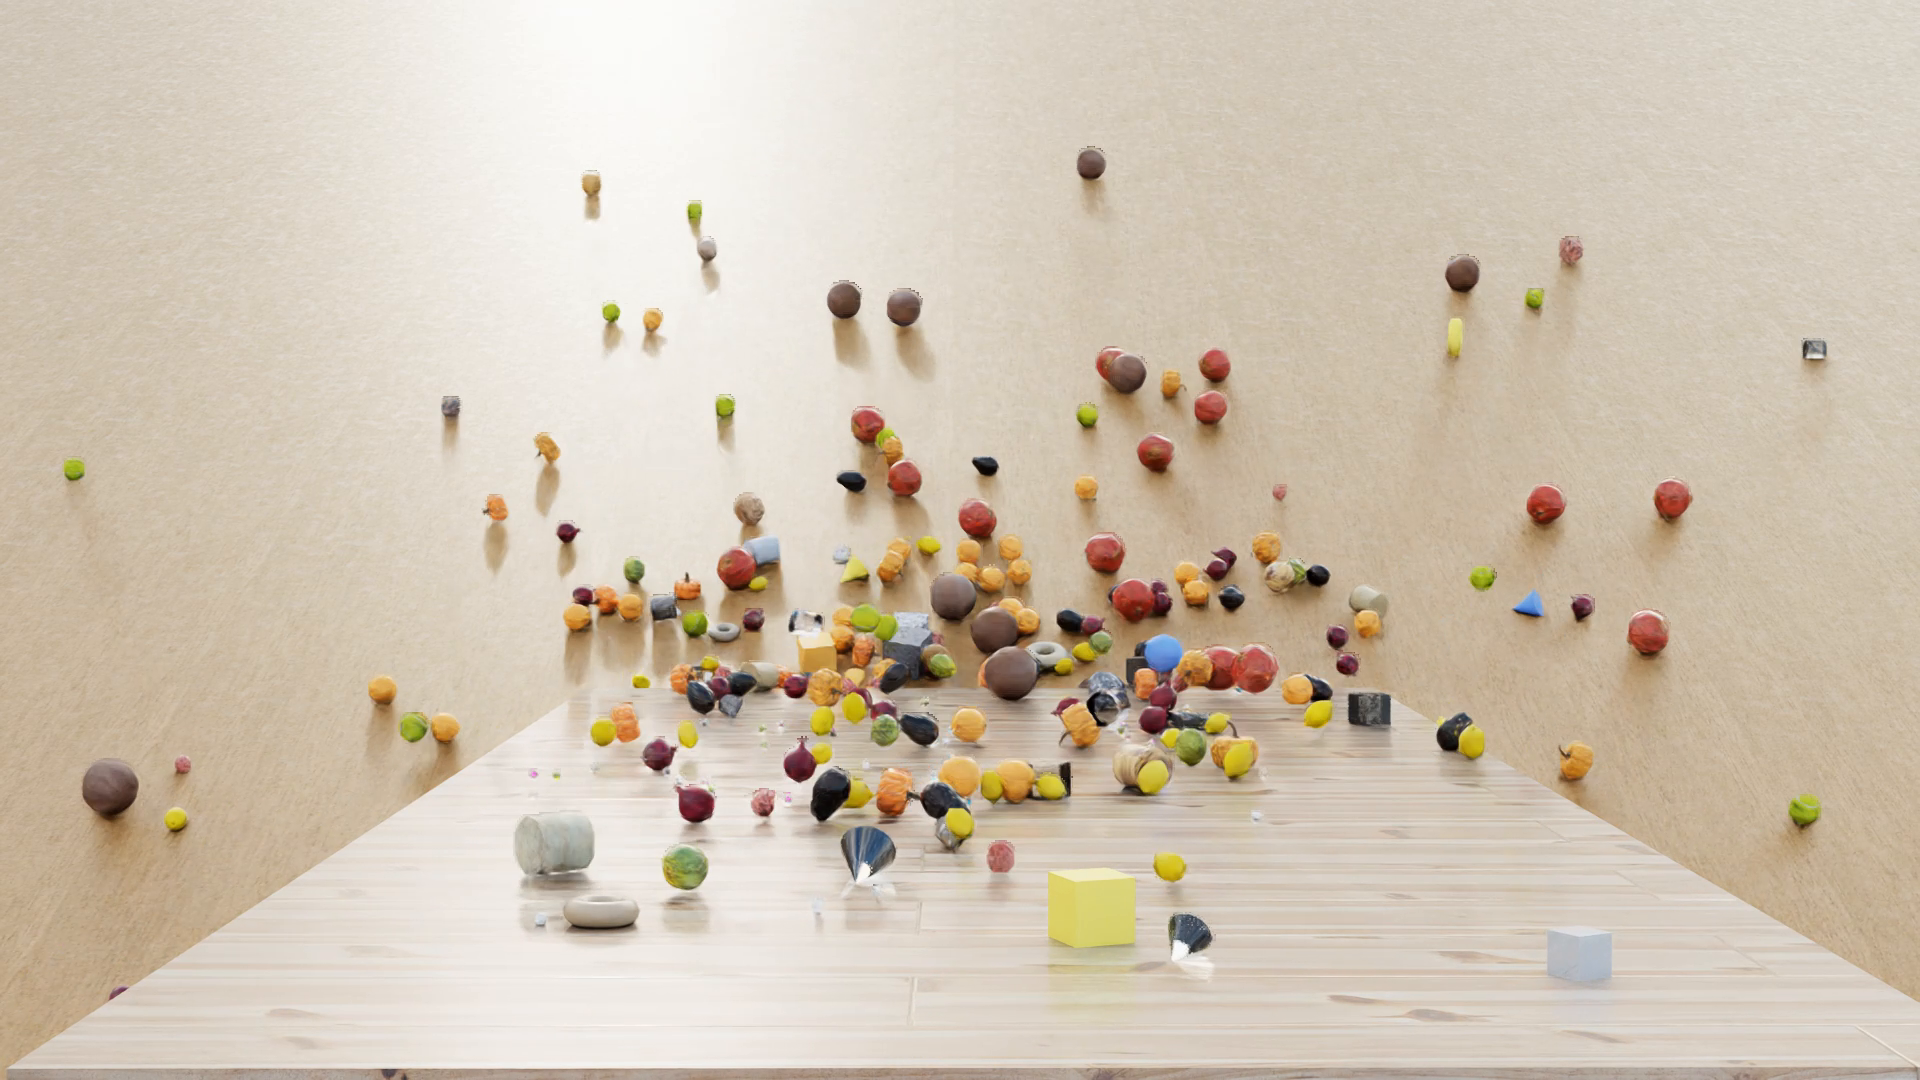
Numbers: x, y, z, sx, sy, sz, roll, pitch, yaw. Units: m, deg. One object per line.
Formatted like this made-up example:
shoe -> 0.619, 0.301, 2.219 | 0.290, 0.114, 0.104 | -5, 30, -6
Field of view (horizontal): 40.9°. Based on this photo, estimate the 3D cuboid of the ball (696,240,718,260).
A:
ball -> -0.987, -1.133, 10.055 | 0.083, 0.083, 0.083 | 0, 24, 0

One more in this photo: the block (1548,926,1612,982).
block -> 0.719, 0.479, 2.988 | 0.052, 0.052, 0.052 | -1, 2, -31

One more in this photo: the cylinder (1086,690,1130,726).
cylinder -> 0.326, 0.369, 5.671 | 0.076, 0.076, 0.076 | 12, 7, 24

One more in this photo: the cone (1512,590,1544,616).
cone -> 1.570, 0.184, 7.158 | 0.078, 0.078, 0.078 | -19, 14, 28

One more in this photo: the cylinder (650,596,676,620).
cylinder -> -0.818, 0.187, 7.102 | 0.064, 0.064, 0.064 | -7, 25, -11

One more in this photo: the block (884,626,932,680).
block -> -0.138, 0.298, 6.822 | 0.100, 0.100, 0.100 | 8, 25, 17

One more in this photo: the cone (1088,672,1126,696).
cone -> 0.329, 0.373, 6.014 | 0.097, 0.097, 0.097 | 9, 32, 19

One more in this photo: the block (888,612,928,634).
block -> -0.138, 0.258, 6.920 | 0.094, 0.094, 0.094 | 4, 24, 9

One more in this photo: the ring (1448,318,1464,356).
ring -> 1.737, -0.712, 9.035 | 0.046, 0.137, 0.137 | 4, 24, 15

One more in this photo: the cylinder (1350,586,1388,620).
cylinder -> 1.131, 0.175, 7.128 | 0.076, 0.076, 0.076 | -14, 28, -29

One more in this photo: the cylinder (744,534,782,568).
cylinder -> -0.571, 0.033, 7.439 | 0.082, 0.082, 0.082 | -14, 28, -29

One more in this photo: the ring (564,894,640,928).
ring -> -0.462, 0.478, 3.316 | 0.098, 0.033, 0.098 | 1, 2, 0

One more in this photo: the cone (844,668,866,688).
cone -> -0.271, 0.367, 6.650 | 0.054, 0.054, 0.054 | -1, 34, -2

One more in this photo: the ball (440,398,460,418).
ball -> -1.684, -0.439, 8.518 | 0.066, 0.066, 0.066 | 0, 24, 0

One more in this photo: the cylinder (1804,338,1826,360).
cylinder -> 2.996, -0.667, 9.029 | 0.065, 0.065, 0.065 | -12, 20, 18

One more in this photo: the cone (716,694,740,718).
cone -> -0.517, 0.389, 5.846 | 0.057, 0.057, 0.057 | -9, 42, -18

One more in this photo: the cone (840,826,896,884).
cone -> -0.139, 0.463, 3.652 | 0.082, 0.082, 0.082 | 4, 29, 9

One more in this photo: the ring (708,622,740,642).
ring -> -0.642, 0.252, 7.015 | 0.084, 0.028, 0.084 | 0, 25, 0

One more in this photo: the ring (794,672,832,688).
ring -> -0.384, 0.379, 6.722 | 0.104, 0.035, 0.104 | -1, 25, 0

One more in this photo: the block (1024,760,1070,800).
block -> 0.153, 0.420, 4.498 | 0.061, 0.061, 0.061 | 1, 2, 24

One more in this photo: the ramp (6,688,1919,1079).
ramp -> 0.055, 0.499, 4.546 | 2.000, 0.100, 4.000 | 0, 2, 0

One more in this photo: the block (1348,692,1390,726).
block -> 0.904, 0.373, 5.694 | 0.066, 0.066, 0.066 | -1, 2, -30

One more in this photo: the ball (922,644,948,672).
ball -> -0.066, 0.307, 6.730 | 0.071, 0.071, 0.071 | 0, 24, 0

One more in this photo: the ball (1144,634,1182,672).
ball -> 0.464, 0.258, 5.868 | 0.085, 0.085, 0.085 | 0, 24, 0

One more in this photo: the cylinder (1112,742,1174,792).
cylinder -> 0.327, 0.406, 4.614 | 0.079, 0.079, 0.079 | -13, 8, -27

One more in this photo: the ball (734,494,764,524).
ball -> -0.629, -0.092, 7.709 | 0.090, 0.090, 0.090 | 0, 24, 0

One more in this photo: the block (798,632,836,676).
block -> -0.380, 0.304, 6.824 | 0.085, 0.085, 0.085 | -6, 24, -14

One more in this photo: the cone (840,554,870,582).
cone -> -0.313, 0.097, 7.351 | 0.080, 0.080, 0.080 | -37, 35, -13

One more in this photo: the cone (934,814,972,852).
cone -> -0.010, 0.458, 3.927 | 0.058, 0.058, 0.058 | 0, 29, -1

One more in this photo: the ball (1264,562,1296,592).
ball -> 0.898, 0.104, 7.236 | 0.087, 0.087, 0.087 | 0, 24, 0

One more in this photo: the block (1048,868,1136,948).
block -> 0.164, 0.457, 3.205 | 0.081, 0.081, 0.081 | -1, 2, -22

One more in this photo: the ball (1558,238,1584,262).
ball -> 2.379, -1.127, 10.027 | 0.095, 0.095, 0.095 | 0, 24, 0

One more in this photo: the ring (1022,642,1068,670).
ring -> 0.226, 0.309, 6.871 | 0.122, 0.041, 0.122 | -1, 24, 0

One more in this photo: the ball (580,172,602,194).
ball -> -1.558, -1.507, 10.886 | 0.091, 0.091, 0.091 | 0, 24, 0

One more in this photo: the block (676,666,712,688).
block -> -0.685, 0.368, 6.640 | 0.067, 0.067, 0.067 | -7, -18, 19

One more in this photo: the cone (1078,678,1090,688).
cone -> 0.340, 0.393, 6.692 | 0.072, 0.072, 0.072 | -1, -3, -2

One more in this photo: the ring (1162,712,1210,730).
ring -> 0.491, 0.393, 5.588 | 0.107, 0.036, 0.107 | 1, 1, 0

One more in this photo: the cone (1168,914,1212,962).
cone -> 0.265, 0.489, 3.092 | 0.057, 0.057, 0.057 | 11, 33, 23

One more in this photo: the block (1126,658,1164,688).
block -> 0.469, 0.338, 6.546 | 0.075, 0.075, 0.075 | 0, 0, 23

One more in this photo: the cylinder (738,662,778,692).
cylinder -> -0.506, 0.343, 6.449 | 0.072, 0.072, 0.072 | 17, 11, 33

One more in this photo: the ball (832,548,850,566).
ball -> -0.340, 0.047, 7.391 | 0.052, 0.052, 0.052 | 0, 24, 0
